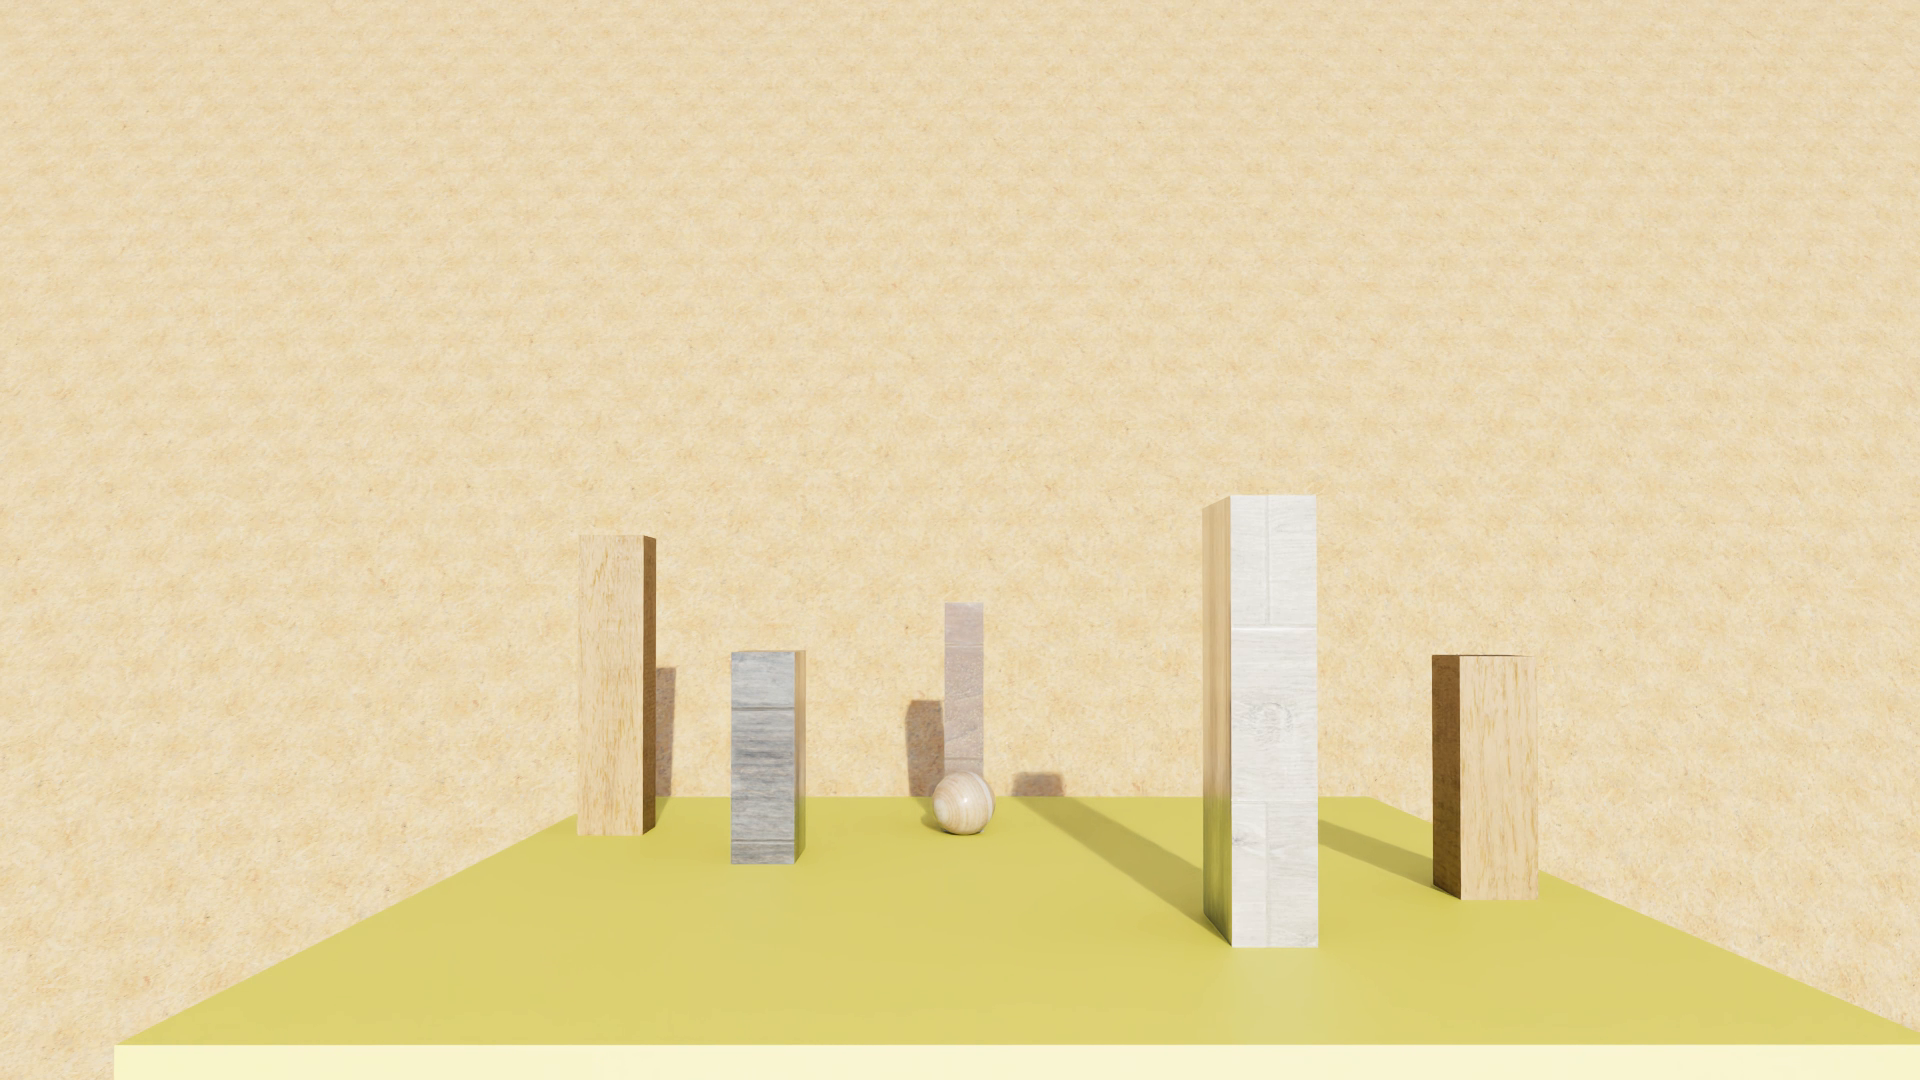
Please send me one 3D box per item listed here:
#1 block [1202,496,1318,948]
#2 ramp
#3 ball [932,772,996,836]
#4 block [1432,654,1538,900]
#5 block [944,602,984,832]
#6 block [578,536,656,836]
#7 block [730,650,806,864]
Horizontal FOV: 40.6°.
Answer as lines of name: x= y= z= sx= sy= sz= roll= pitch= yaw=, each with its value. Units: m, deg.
block: x=0.447 y=0.264 z=3.910 sx=0.122 sy=0.641 sz=0.435 roll=0 pitch=-2 yaw=0
ramp: x=0.077 y=0.663 z=4.831 sx=2.000 sy=0.100 sz=4.000 roll=0 pitch=-2 yaw=0
ball: x=0.008 y=0.568 z=5.610 sx=0.138 sy=0.138 sz=0.138 roll=0 pitch=35 yaw=0
block: x=0.894 y=0.399 z=4.436 sx=0.129 sy=0.403 sz=0.256 roll=0 pitch=-2 yaw=0
block: x=0.009 y=0.393 z=5.843 sx=0.086 sy=0.503 sz=0.317 roll=0 pitch=-2 yaw=0
block: x=-0.755 y=0.317 z=5.730 sx=0.141 sy=0.648 sz=0.240 roll=0 pitch=-2 yaw=0
block: x=-0.375 y=0.421 z=5.119 sx=0.121 sy=0.403 sz=0.366 roll=0 pitch=-2 yaw=0
